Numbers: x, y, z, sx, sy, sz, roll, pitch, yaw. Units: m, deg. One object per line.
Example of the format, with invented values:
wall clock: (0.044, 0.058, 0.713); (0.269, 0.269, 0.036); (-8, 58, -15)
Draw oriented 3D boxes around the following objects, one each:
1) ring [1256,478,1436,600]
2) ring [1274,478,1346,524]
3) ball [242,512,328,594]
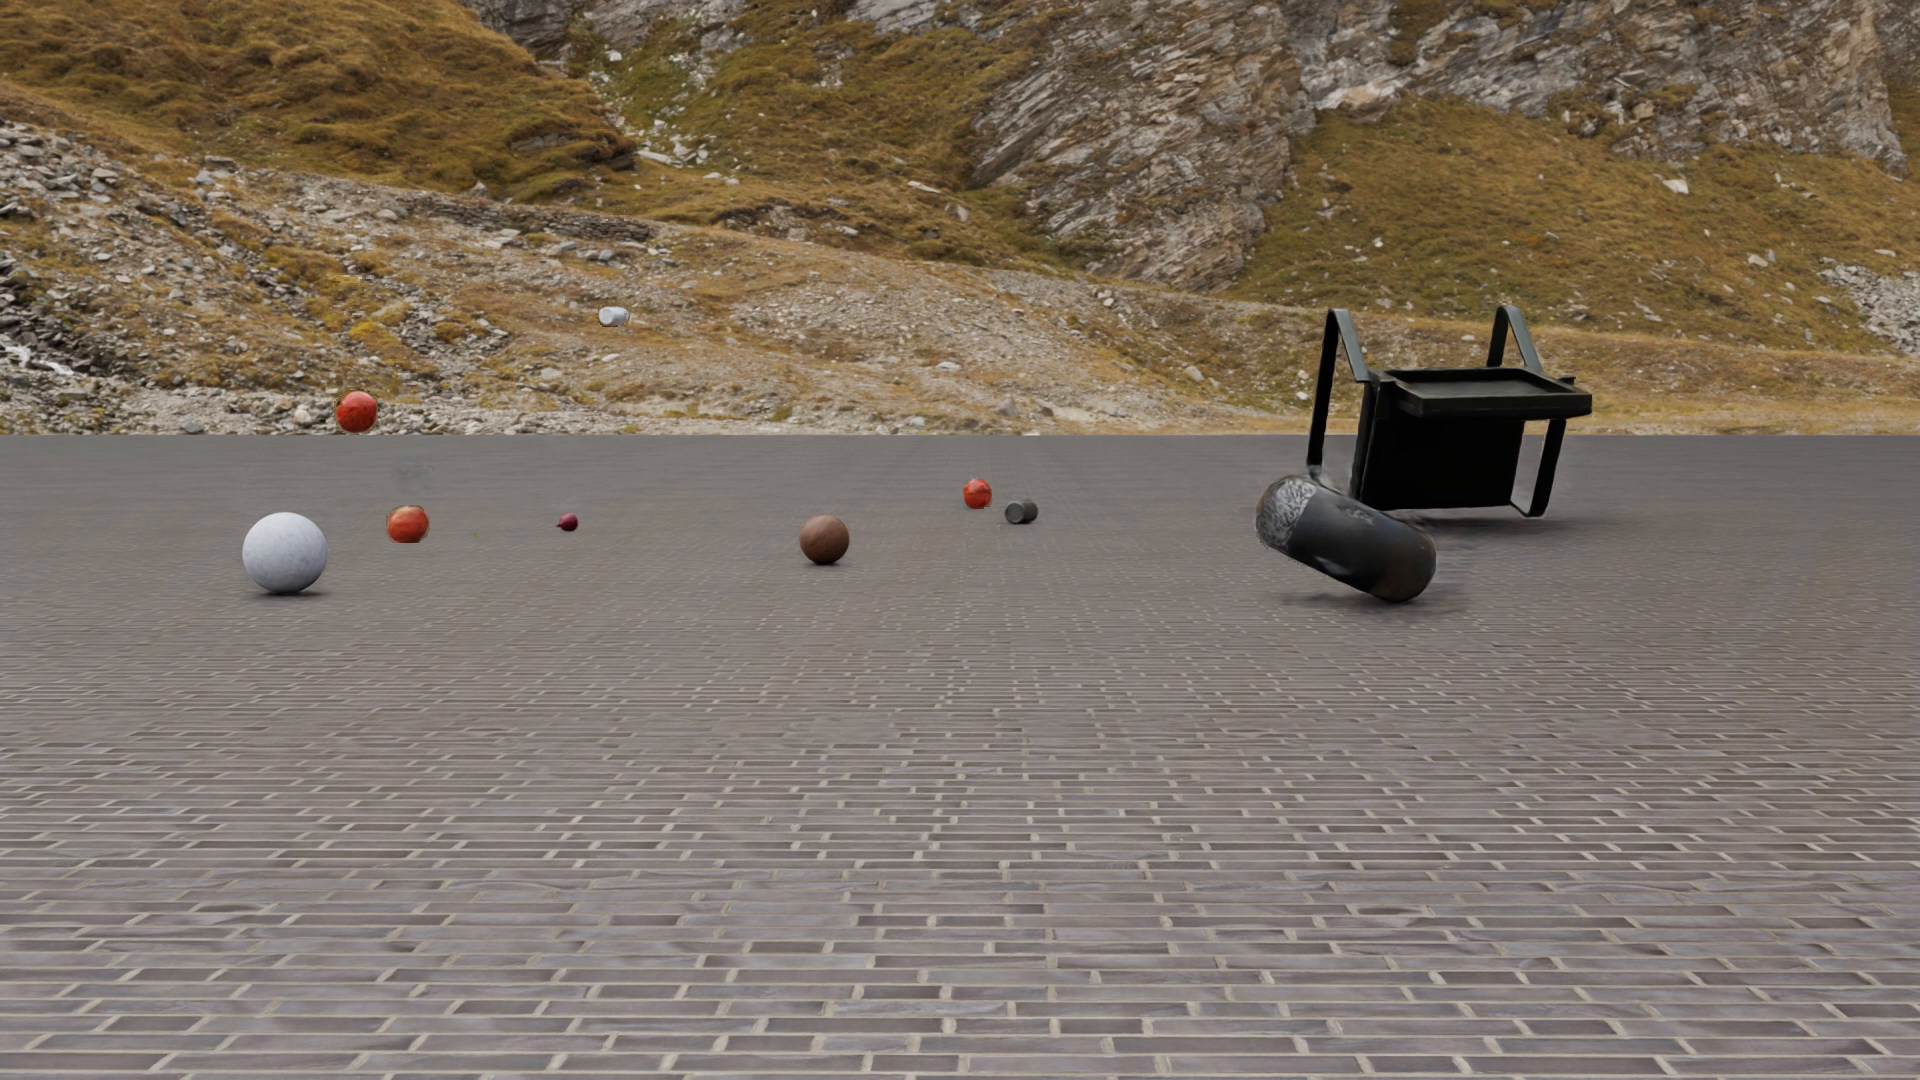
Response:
ring: (0.819, -0.003, 4.678); (0.402, 0.165, 0.387); (28, 7, 33)
ring: (1.168, -0.132, 7.344); (0.255, 0.093, 0.175); (25, 3, 17)
ball: (-1.482, 0.028, 4.829); (0.179, 0.179, 0.179); (0, 4, 0)
